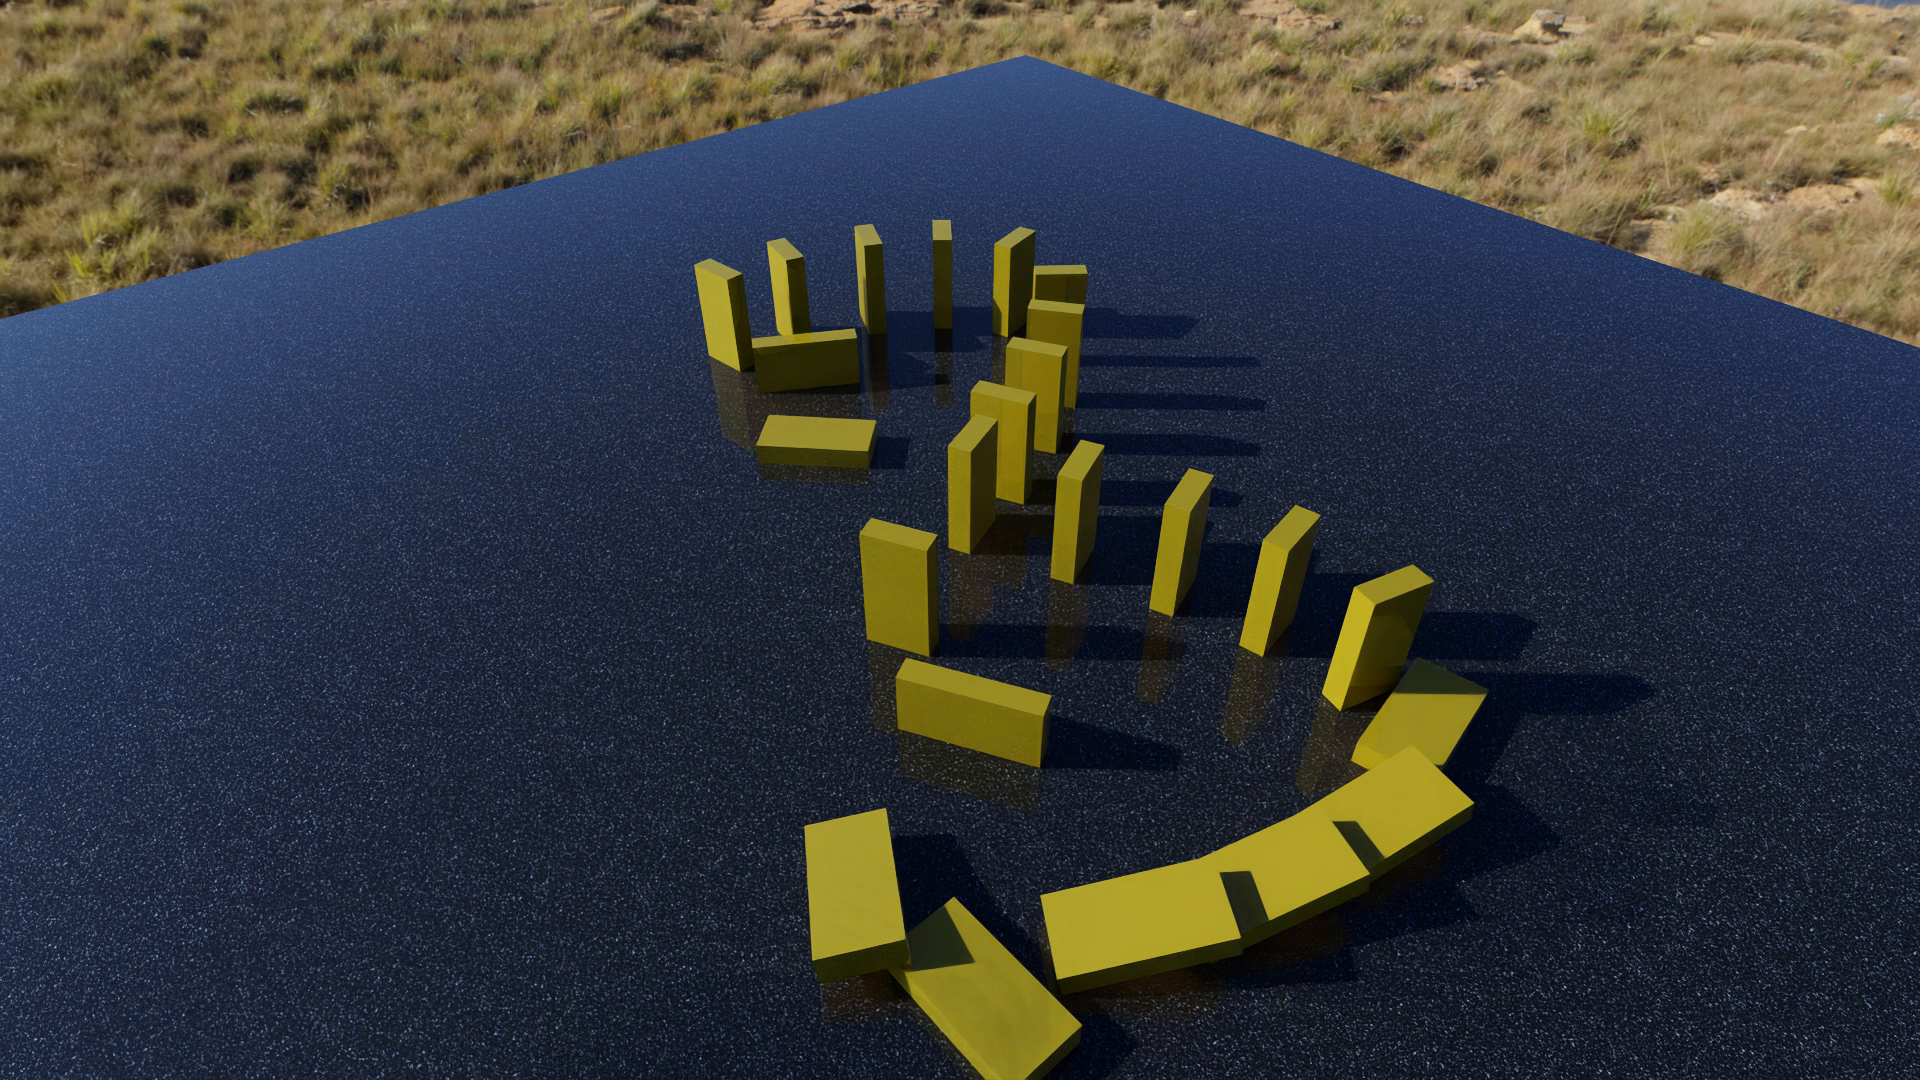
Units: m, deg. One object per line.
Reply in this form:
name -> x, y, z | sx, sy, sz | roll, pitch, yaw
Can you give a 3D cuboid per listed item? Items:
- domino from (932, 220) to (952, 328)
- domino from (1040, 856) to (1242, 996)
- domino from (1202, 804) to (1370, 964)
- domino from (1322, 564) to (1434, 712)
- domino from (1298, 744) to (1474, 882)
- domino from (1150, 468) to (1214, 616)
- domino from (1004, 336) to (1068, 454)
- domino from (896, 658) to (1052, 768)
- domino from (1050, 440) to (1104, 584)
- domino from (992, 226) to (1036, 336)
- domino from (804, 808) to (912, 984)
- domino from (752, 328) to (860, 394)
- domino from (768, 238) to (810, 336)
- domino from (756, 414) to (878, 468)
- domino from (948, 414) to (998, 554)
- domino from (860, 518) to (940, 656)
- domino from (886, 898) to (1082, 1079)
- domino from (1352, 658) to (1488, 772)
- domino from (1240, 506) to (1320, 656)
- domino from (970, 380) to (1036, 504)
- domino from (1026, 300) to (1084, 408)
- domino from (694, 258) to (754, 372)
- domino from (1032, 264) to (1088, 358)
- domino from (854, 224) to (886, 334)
domino -> -0.009, -0.141, 0.583 | 0.009, 0.050, 0.025 | -1, 39, -1
domino -> 0.050, 0.106, 0.304 | 0.050, 0.010, 0.025 | -14, 42, 3
domino -> 0.088, 0.098, 0.315 | 0.050, 0.010, 0.025 | -22, 43, -6
domino -> 0.140, 0.034, 0.371 | 0.025, 0.050, 0.009 | -17, 42, -20
domino -> 0.126, 0.085, 0.332 | 0.050, 0.010, 0.025 | -26, 45, -12
domino -> 0.082, 0.001, 0.410 | 0.009, 0.050, 0.025 | 20, 43, 22
domino -> 0.033, -0.064, 0.490 | 0.025, 0.050, 0.010 | 13, 41, 16
domino -> 0.004, 0.057, 0.362 | 0.050, 0.025, 0.009 | 13, 41, 15
domino -> 0.045, -0.010, 0.424 | 0.009, 0.050, 0.025 | 16, 42, 19
domino -> 0.028, -0.135, 0.576 | 0.010, 0.050, 0.025 | 23, 44, 25
domino -> -0.030, 0.100, 0.313 | 0.025, 0.010, 0.050 | -11, 30, -4
domino -> -0.075, -0.088, 0.538 | 0.050, 0.025, 0.009 | -7, 40, -9
domino -> -0.087, -0.126, 0.565 | 0.010, 0.050, 0.025 | -20, 43, -22
domino -> -0.064, -0.045, 0.498 | 0.050, 0.010, 0.025 | 3, 39, 4
domino -> 0.005, -0.022, 0.438 | 0.009, 0.050, 0.025 | 17, 42, 20
domino -> -0.021, 0.017, 0.390 | 0.025, 0.050, 0.010 | 14, 41, 17
domino -> 0.006, 0.122, 0.294 | 0.025, 0.010, 0.050 | -29, 48, -31
domino -> 0.154, 0.062, 0.368 | 0.025, 0.010, 0.050 | 28, 47, 30
domino -> 0.114, 0.015, 0.393 | 0.010, 0.050, 0.025 | 27, 46, 29
domino -> 0.018, -0.040, 0.461 | 0.025, 0.050, 0.010 | 16, 42, 18
domino -> 0.044, -0.087, 0.518 | 0.025, 0.050, 0.009 | 8, 40, 10
domino -> -0.117, -0.112, 0.548 | 0.025, 0.050, 0.010 | 29, 48, 31
domino -> 0.049, -0.111, 0.547 | 0.025, 0.050, 0.010 | -2, 39, -2
domino -> -0.047, -0.137, 0.579 | 0.010, 0.050, 0.025 | -10, 40, -12
